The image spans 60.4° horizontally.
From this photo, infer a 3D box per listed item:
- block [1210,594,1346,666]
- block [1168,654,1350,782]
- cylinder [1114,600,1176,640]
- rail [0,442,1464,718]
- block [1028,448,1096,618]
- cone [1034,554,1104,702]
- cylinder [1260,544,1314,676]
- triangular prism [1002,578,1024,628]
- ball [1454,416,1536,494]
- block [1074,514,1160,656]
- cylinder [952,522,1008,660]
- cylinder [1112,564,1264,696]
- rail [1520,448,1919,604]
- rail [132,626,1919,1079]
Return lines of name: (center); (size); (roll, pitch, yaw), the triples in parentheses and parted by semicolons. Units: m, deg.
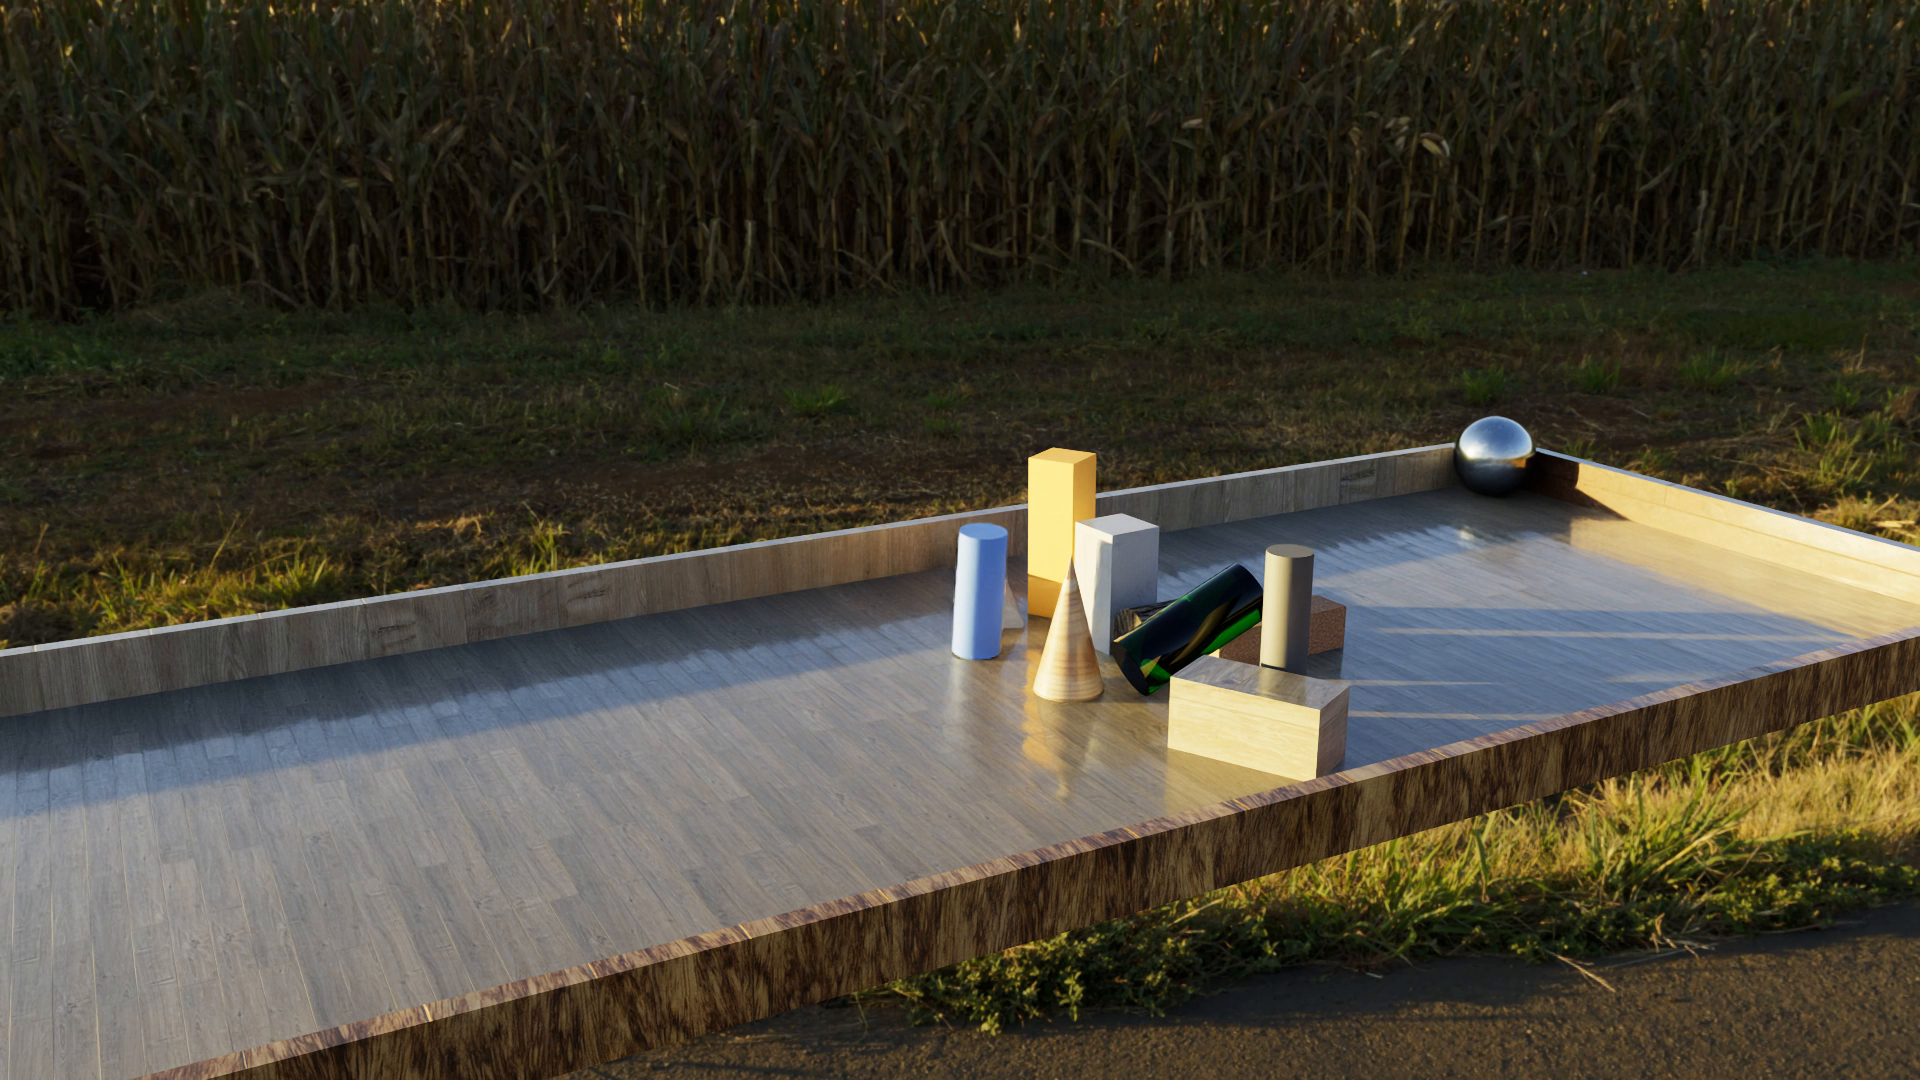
block: (0.807, 0.247, 4.313); (0.431, 0.114, 0.114); (-10, 19, -30)
block: (0.668, 0.397, 3.699); (0.354, 0.172, 0.172); (11, 20, 32)
cylinder: (0.589, 0.225, 4.335); (0.349, 0.143, 0.143); (-9, 19, -29)
rail: (-3.305, 0.497, 3.399); (12.000, 0.150, 0.050); (-9, 18, -27)
block: (0.284, -0.016, 4.606); (0.137, 0.452, 0.137); (10, 20, 30)
cone: (0.270, 0.202, 4.047); (0.177, 0.351, 0.177); (0, 16, 0)
cylinder: (0.753, 0.228, 3.824); (0.108, 0.425, 0.108); (0, 16, 0)
triangular prism: (0.081, 0.118, 4.714); (0.148, 0.128, 0.431); (-2, 16, -5)
ball: (1.907, -0.301, 5.883); (0.280, 0.280, 0.280); (0, 16, 0)
block: (0.413, 0.115, 4.382); (0.156, 0.327, 0.156); (-10, 19, -32)
cylinder: (0.051, 0.134, 4.290); (0.126, 0.334, 0.126); (3, 20, -1)
cylinder: (0.570, 0.220, 4.074); (0.371, 0.158, 0.158); (-31, 25, -13)
rail: (2.466, -0.048, 5.253); (0.050, 0.150, 2.100); (-9, 18, -27)
rail: (-2.336, 1.006, 1.665); (12.000, 0.150, 0.050); (-9, 18, -27)
